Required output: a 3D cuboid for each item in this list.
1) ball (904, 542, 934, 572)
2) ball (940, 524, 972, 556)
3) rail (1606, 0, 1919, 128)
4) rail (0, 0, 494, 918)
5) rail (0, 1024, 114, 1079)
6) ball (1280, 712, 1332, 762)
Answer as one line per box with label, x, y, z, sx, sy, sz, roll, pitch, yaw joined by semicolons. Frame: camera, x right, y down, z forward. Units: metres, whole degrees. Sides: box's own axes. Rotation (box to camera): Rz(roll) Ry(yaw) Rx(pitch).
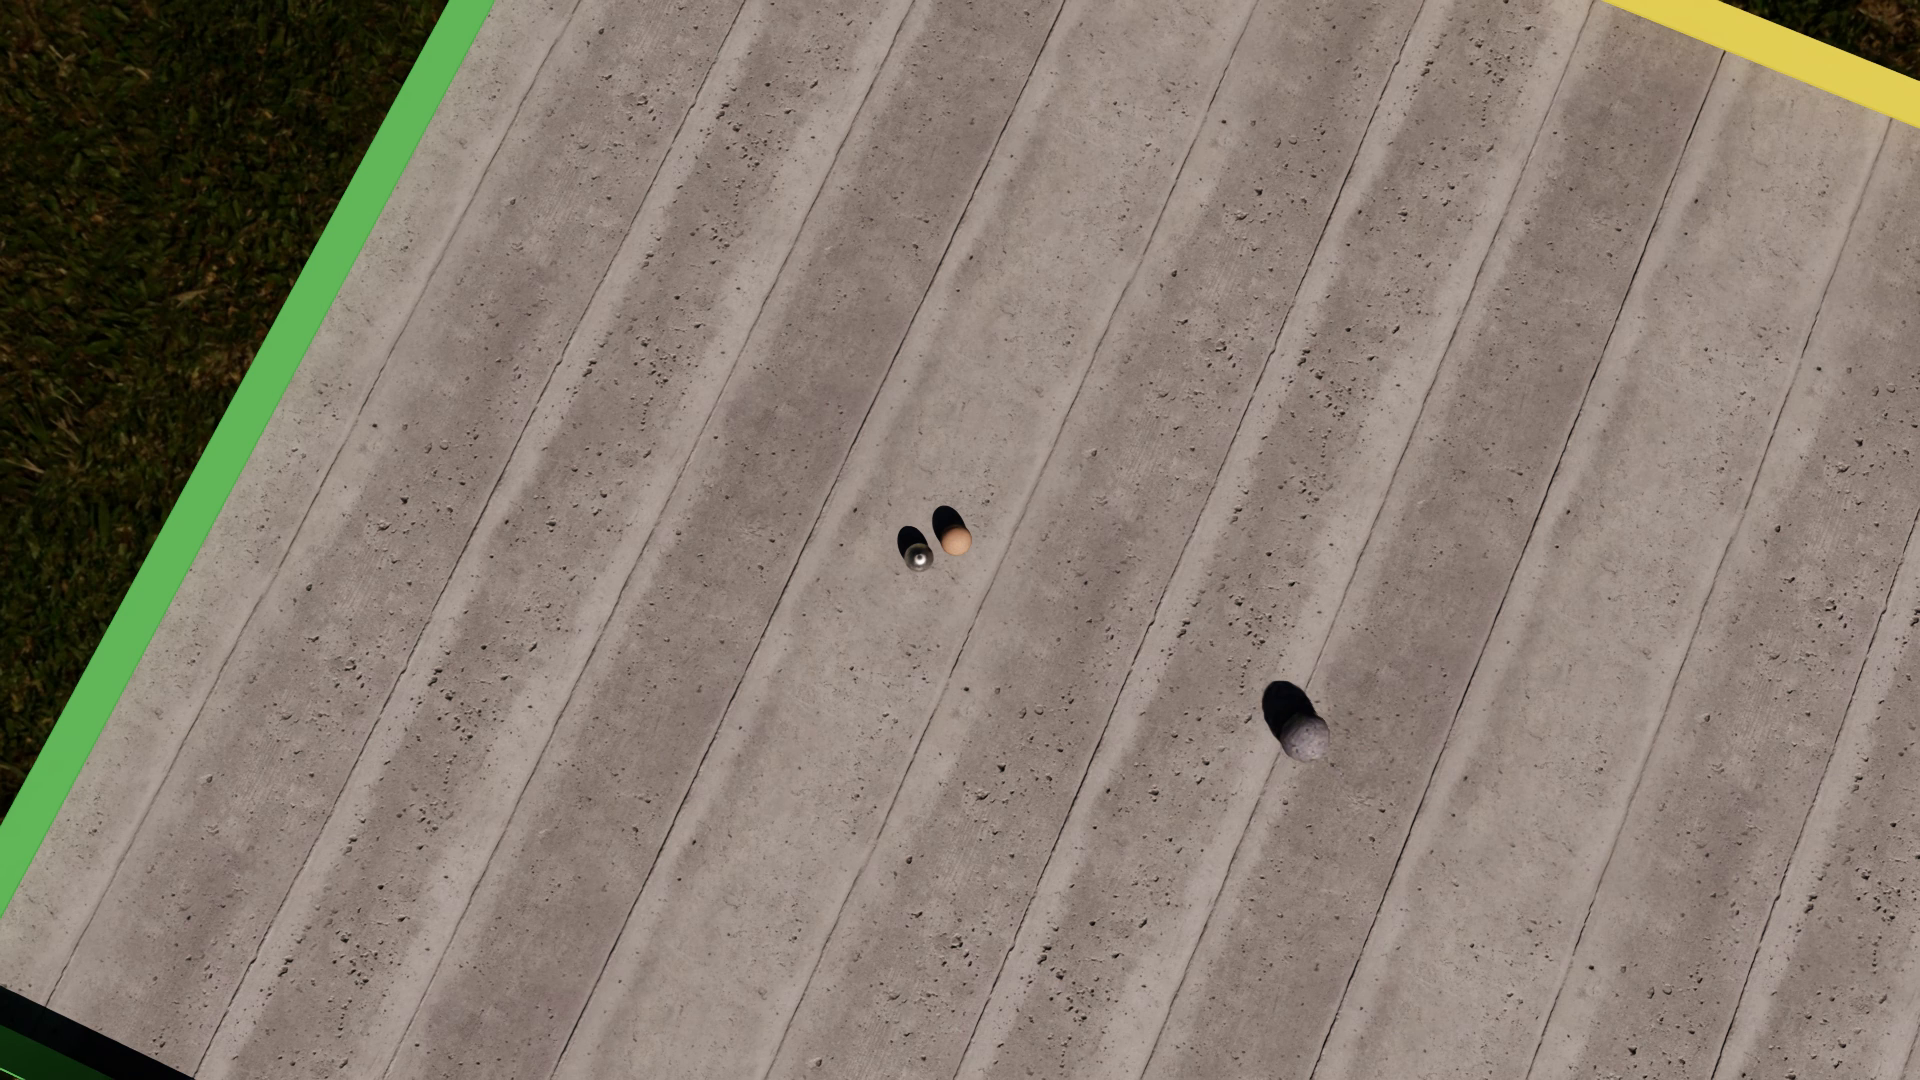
ball;-0.062;0.027;3.321;0.045;0.045;0.045;0;77;0
ball;-0.006;0.000;3.326;0.048;0.048;0.048;0;77;0
rail;1.491;-0.676;3.452;4.313;0.097;0.045;24;78;5
rail;-0.962;-0.428;3.396;0.045;0.097;2.524;24;78;5
rail;0.475;1.527;2.956;4.313;0.097;0.045;24;78;5
ball;0.510;0.291;3.247;0.075;0.075;0.075;0;77;0
